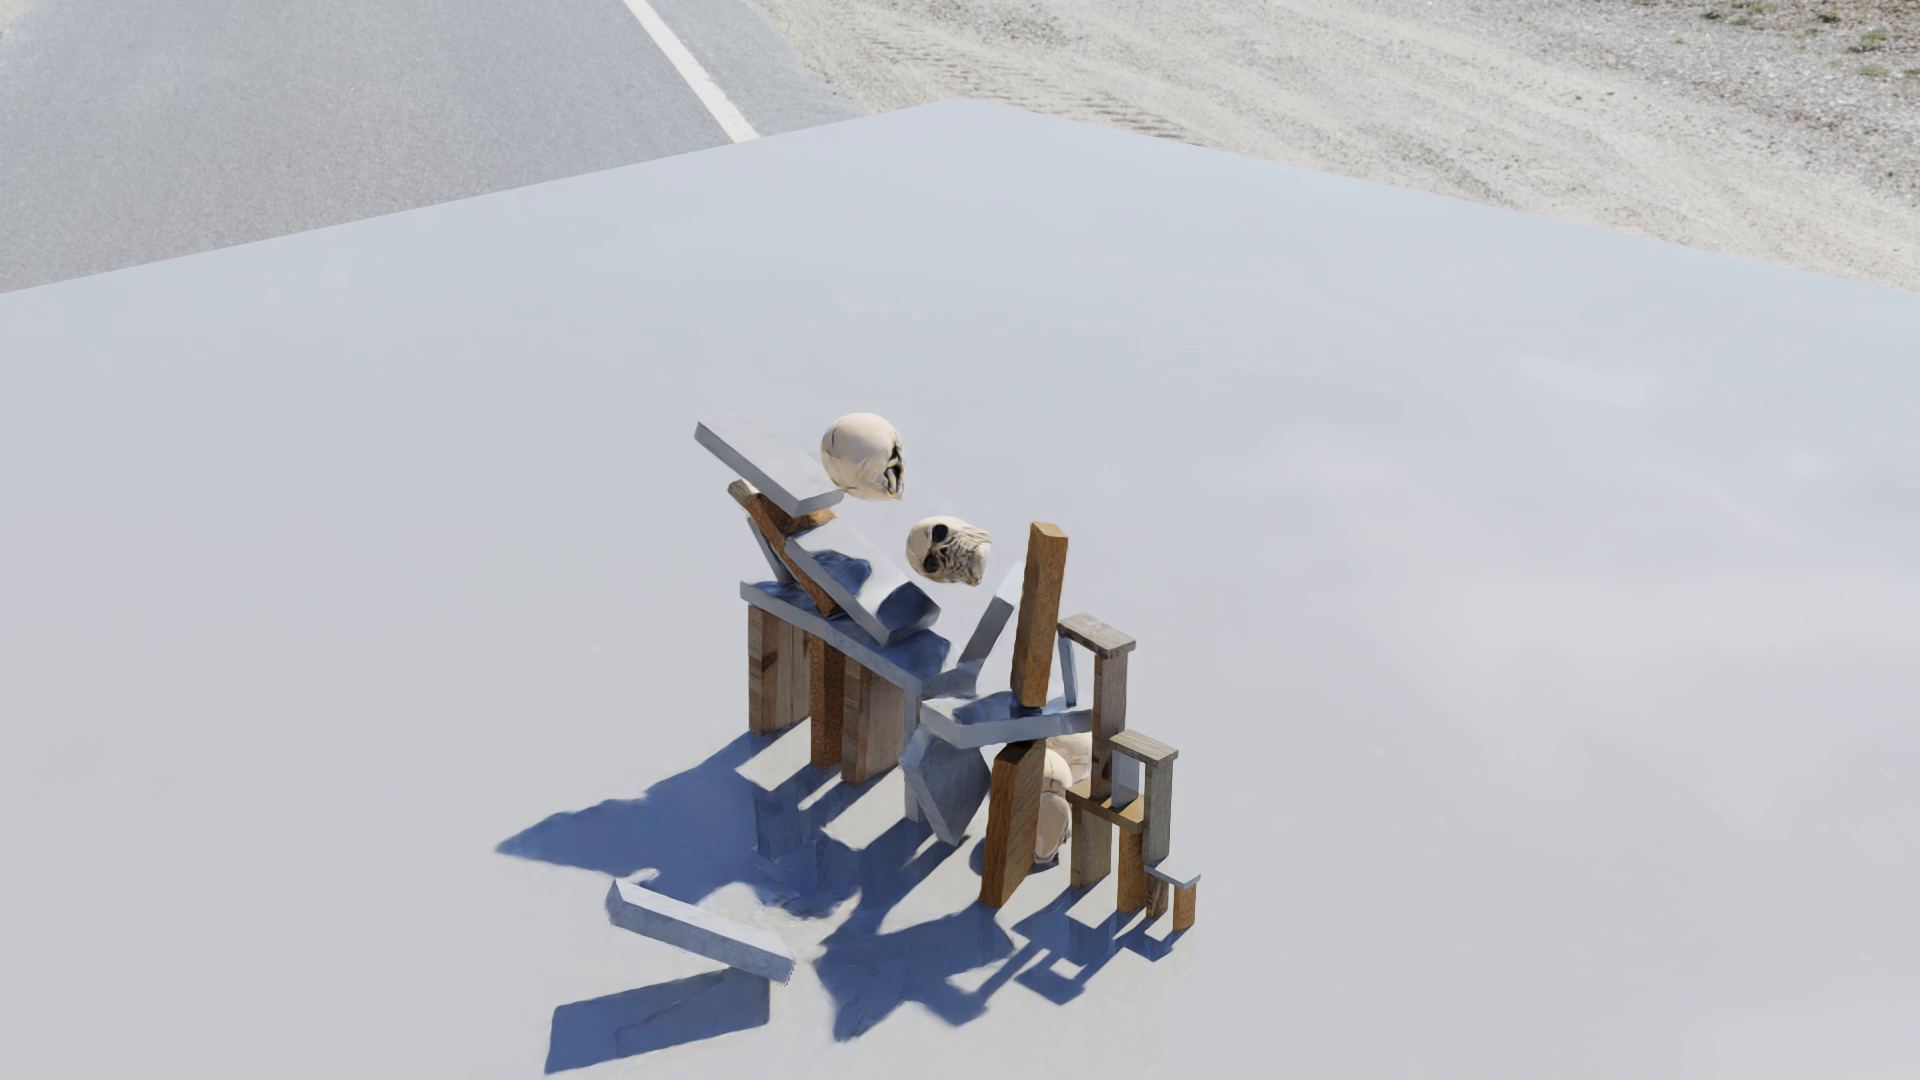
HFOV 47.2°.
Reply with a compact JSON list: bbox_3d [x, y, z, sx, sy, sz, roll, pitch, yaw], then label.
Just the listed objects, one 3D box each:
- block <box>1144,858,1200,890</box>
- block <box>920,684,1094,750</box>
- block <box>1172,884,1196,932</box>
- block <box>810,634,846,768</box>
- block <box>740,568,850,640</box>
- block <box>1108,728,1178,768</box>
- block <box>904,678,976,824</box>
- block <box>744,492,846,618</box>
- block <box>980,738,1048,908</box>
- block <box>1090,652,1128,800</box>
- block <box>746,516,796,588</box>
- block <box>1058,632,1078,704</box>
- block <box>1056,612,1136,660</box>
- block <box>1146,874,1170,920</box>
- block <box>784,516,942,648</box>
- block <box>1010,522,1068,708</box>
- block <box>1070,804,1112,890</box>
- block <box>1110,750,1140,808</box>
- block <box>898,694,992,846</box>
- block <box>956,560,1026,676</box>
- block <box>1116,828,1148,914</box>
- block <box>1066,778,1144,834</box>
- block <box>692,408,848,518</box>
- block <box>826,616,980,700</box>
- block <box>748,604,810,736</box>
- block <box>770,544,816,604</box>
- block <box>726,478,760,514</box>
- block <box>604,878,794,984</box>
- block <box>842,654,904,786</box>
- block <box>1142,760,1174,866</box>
[{"bbox_3d":[0.391,0.612,4.053,0.048,0.014,0.096,-21,31,-41],"label":"block"},{"bbox_3d":[0.102,0.327,4.109,0.313,0.044,0.157,-5,15,-27],"label":"block"},{"bbox_3d":[0.414,0.672,4.054,0.014,0.096,0.048,21,31,41],"label":"block"},{"bbox_3d":[-0.243,0.316,4.624,0.152,0.304,0.043,-21,34,-41],"label":"block"},{"bbox_3d":[-0.308,0.128,4.620,0.152,0.043,0.304,-20,30,-39],"label":"block"},{"bbox_3d":[0.335,0.381,4.021,0.118,0.017,0.059,21,31,41],"label":"block"},{"bbox_3d":[-0.039,0.408,4.414,0.150,0.300,0.042,-17,28,-35],"label":"block"},{"bbox_3d":[-0.298,0.013,4.563,0.152,0.043,0.303,-20,64,-43],"label":"block"},{"bbox_3d":[0.101,0.517,4.137,0.044,0.313,0.157,15,27,20],"label":"block"},{"bbox_3d":[0.276,0.336,4.071,0.070,0.296,0.020,-21,31,-41],"label":"block"},{"bbox_3d":[-0.378,0.013,4.649,0.083,0.166,0.023,-22,-9,-44],"label":"block"},{"bbox_3d":[0.201,0.229,4.110,0.020,0.140,0.070,-6,25,7],"label":"block"},{"bbox_3d":[0.249,0.175,4.040,0.070,0.020,0.140,-18,32,-36],"label":"block"},{"bbox_3d":[0.369,0.654,4.096,0.014,0.096,0.048,21,31,41],"label":"block"},{"bbox_3d":[-0.198,0.081,4.459,0.308,0.043,0.152,42,41,24],"label":"block"},{"bbox_3d":[0.146,0.137,4.104,0.045,0.320,0.160,6,9,-8],"label":"block"},{"bbox_3d":[0.251,0.569,4.192,0.025,0.177,0.089,21,31,41],"label":"block"},{"bbox_3d":[0.307,0.432,4.073,0.017,0.118,0.059,21,31,41],"label":"block"},{"bbox_3d":[-0.024,0.447,4.258,0.044,0.313,0.157,19,62,27],"label":"block"},{"bbox_3d":[0.074,0.152,4.344,0.045,0.160,0.320,29,15,3],"label":"block"},{"bbox_3d":[0.335,0.602,4.115,0.025,0.177,0.089,21,31,41],"label":"block"},{"bbox_3d":[0.293,0.493,4.114,0.177,0.025,0.089,21,31,41],"label":"block"},{"bbox_3d":[-0.395,-0.163,4.572,0.303,0.043,0.152,38,32,24],"label":"block"},{"bbox_3d":[-0.117,0.220,4.401,0.150,0.042,0.300,-19,33,-38],"label":"block"},{"bbox_3d":[-0.385,0.260,4.755,0.152,0.304,0.043,-21,34,-41],"label":"block"},{"bbox_3d":[-0.316,0.054,4.598,0.083,0.023,0.166,-20,63,-42],"label":"block"},{"bbox_3d":[-0.407,-0.071,4.638,0.166,0.023,0.083,44,42,22],"label":"block"},{"bbox_3d":[-0.458,0.685,3.857,0.320,0.045,0.160,22,-1,-15],"label":"block"},{"bbox_3d":[-0.174,0.348,4.554,0.042,0.300,0.150,24,32,35],"label":"block"},{"bbox_3d":[0.363,0.496,4.040,0.059,0.210,0.017,-21,31,-41],"label":"block"}]
